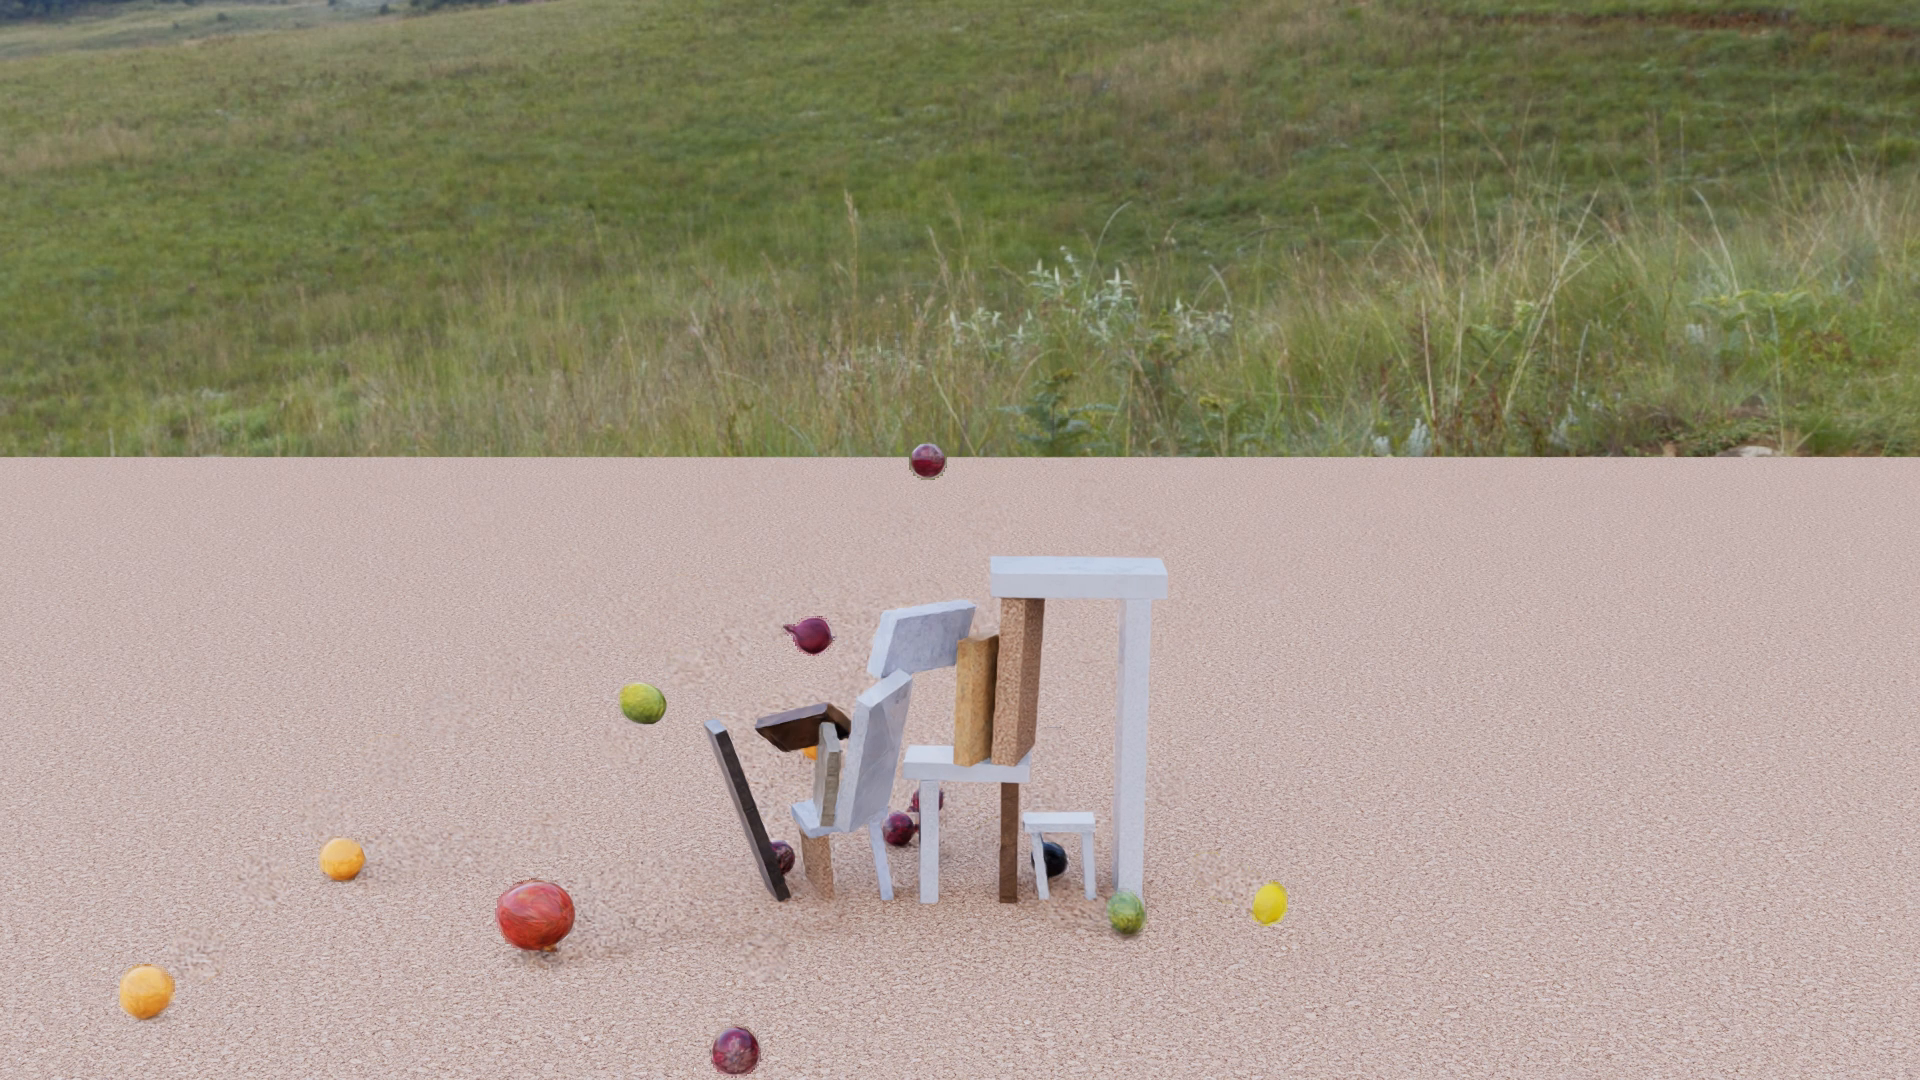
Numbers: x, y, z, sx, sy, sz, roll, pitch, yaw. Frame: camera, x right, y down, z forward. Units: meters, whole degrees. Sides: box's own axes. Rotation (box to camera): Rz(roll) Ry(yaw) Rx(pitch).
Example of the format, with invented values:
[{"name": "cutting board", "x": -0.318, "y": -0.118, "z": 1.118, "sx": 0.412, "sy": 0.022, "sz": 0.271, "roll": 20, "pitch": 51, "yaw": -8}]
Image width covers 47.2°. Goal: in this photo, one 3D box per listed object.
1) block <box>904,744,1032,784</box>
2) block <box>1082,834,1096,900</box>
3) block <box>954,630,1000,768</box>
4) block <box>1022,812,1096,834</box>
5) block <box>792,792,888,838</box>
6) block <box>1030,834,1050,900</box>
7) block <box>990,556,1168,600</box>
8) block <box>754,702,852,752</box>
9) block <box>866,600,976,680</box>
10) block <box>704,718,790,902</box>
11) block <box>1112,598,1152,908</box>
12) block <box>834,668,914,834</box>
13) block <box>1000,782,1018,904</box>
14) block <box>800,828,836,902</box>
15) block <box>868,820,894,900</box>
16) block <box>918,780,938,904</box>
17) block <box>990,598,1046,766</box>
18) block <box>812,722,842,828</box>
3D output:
[{"name": "block", "x": 0.014, "y": 0.370, "z": 3.639, "sx": 0.206, "sy": 0.029, "sz": 0.103, "roll": 1, "pitch": 11, "yaw": 4}, {"name": "block", "x": 0.213, "y": 0.532, "z": 3.658, "sx": 0.017, "sy": 0.117, "sz": 0.058, "roll": -4, "pitch": 11, "yaw": 1}, {"name": "block", "x": 0.031, "y": 0.258, "z": 3.597, "sx": 0.029, "sy": 0.206, "sz": 0.103, "roll": 8, "pitch": 13, "yaw": 29}, {"name": "block", "x": 0.163, "y": 0.468, "z": 3.636, "sx": 0.117, "sy": 0.017, "sz": 0.058, "roll": 0, "pitch": 10, "yaw": -1}, {"name": "block", "x": -0.197, "y": 0.443, "z": 3.595, "sx": 0.141, "sy": 0.020, "sz": 0.071, "roll": -12, "pitch": 34, "yaw": -26}, {"name": "block", "x": 0.133, "y": 0.532, "z": 3.658, "sx": 0.017, "sy": 0.117, "sz": 0.059, "roll": -7, "pitch": 10, "yaw": 3}, {"name": "block", "x": 0.191, "y": 0.060, "z": 3.574, "sx": 0.282, "sy": 0.040, "sz": 0.141, "roll": 1, "pitch": 11, "yaw": 1}, {"name": "block", "x": -0.251, "y": 0.305, "z": 3.580, "sx": 0.152, "sy": 0.022, "sz": 0.076, "roll": -16, "pitch": -44, "yaw": 34}, {"name": "block", "x": -0.060, "y": 0.157, "z": 3.496, "sx": 0.029, "sy": 0.103, "sz": 0.206, "roll": 26, "pitch": 19, "yaw": 33}, {"name": "block", "x": -0.350, "y": 0.445, "z": 3.621, "sx": 0.022, "sy": 0.313, "sz": 0.076, "roll": -23, "pitch": 17, "yaw": -15}, {"name": "block", "x": 0.282, "y": 0.335, "z": 3.624, "sx": 0.040, "sy": 0.517, "sz": 0.141, "roll": 1, "pitch": 11, "yaw": 0}, {"name": "block", "x": -0.138, "y": 0.337, "z": 3.489, "sx": 0.029, "sy": 0.280, "sz": 0.103, "roll": 32, "pitch": 43, "yaw": 25}, {"name": "block", "x": 0.082, "y": 0.488, "z": 3.655, "sx": 0.029, "sy": 0.206, "sz": 0.103, "roll": 1, "pitch": 11, "yaw": 1}, {"name": "block", "x": -0.236, "y": 0.519, "z": 3.622, "sx": 0.020, "sy": 0.141, "sz": 0.071, "roll": -21, "pitch": 38, "yaw": -23}, {"name": "block", "x": -0.134, "y": 0.517, "z": 3.647, "sx": 0.020, "sy": 0.141, "sz": 0.071, "roll": -10, "pitch": 21, "yaw": -4}, {"name": "block", "x": -0.053, "y": 0.487, "z": 3.656, "sx": 0.029, "sy": 0.206, "sz": 0.103, "roll": 0, "pitch": 11, "yaw": -3}, {"name": "block", "x": 0.097, "y": 0.216, "z": 3.617, "sx": 0.040, "sy": 0.282, "sz": 0.141, "roll": 6, "pitch": 12, "yaw": 15}, {"name": "block", "x": -0.214, "y": 0.377, "z": 3.533, "sx": 0.022, "sy": 0.152, "sz": 0.076, "roll": -1, "pitch": 32, "yaw": -15}]
